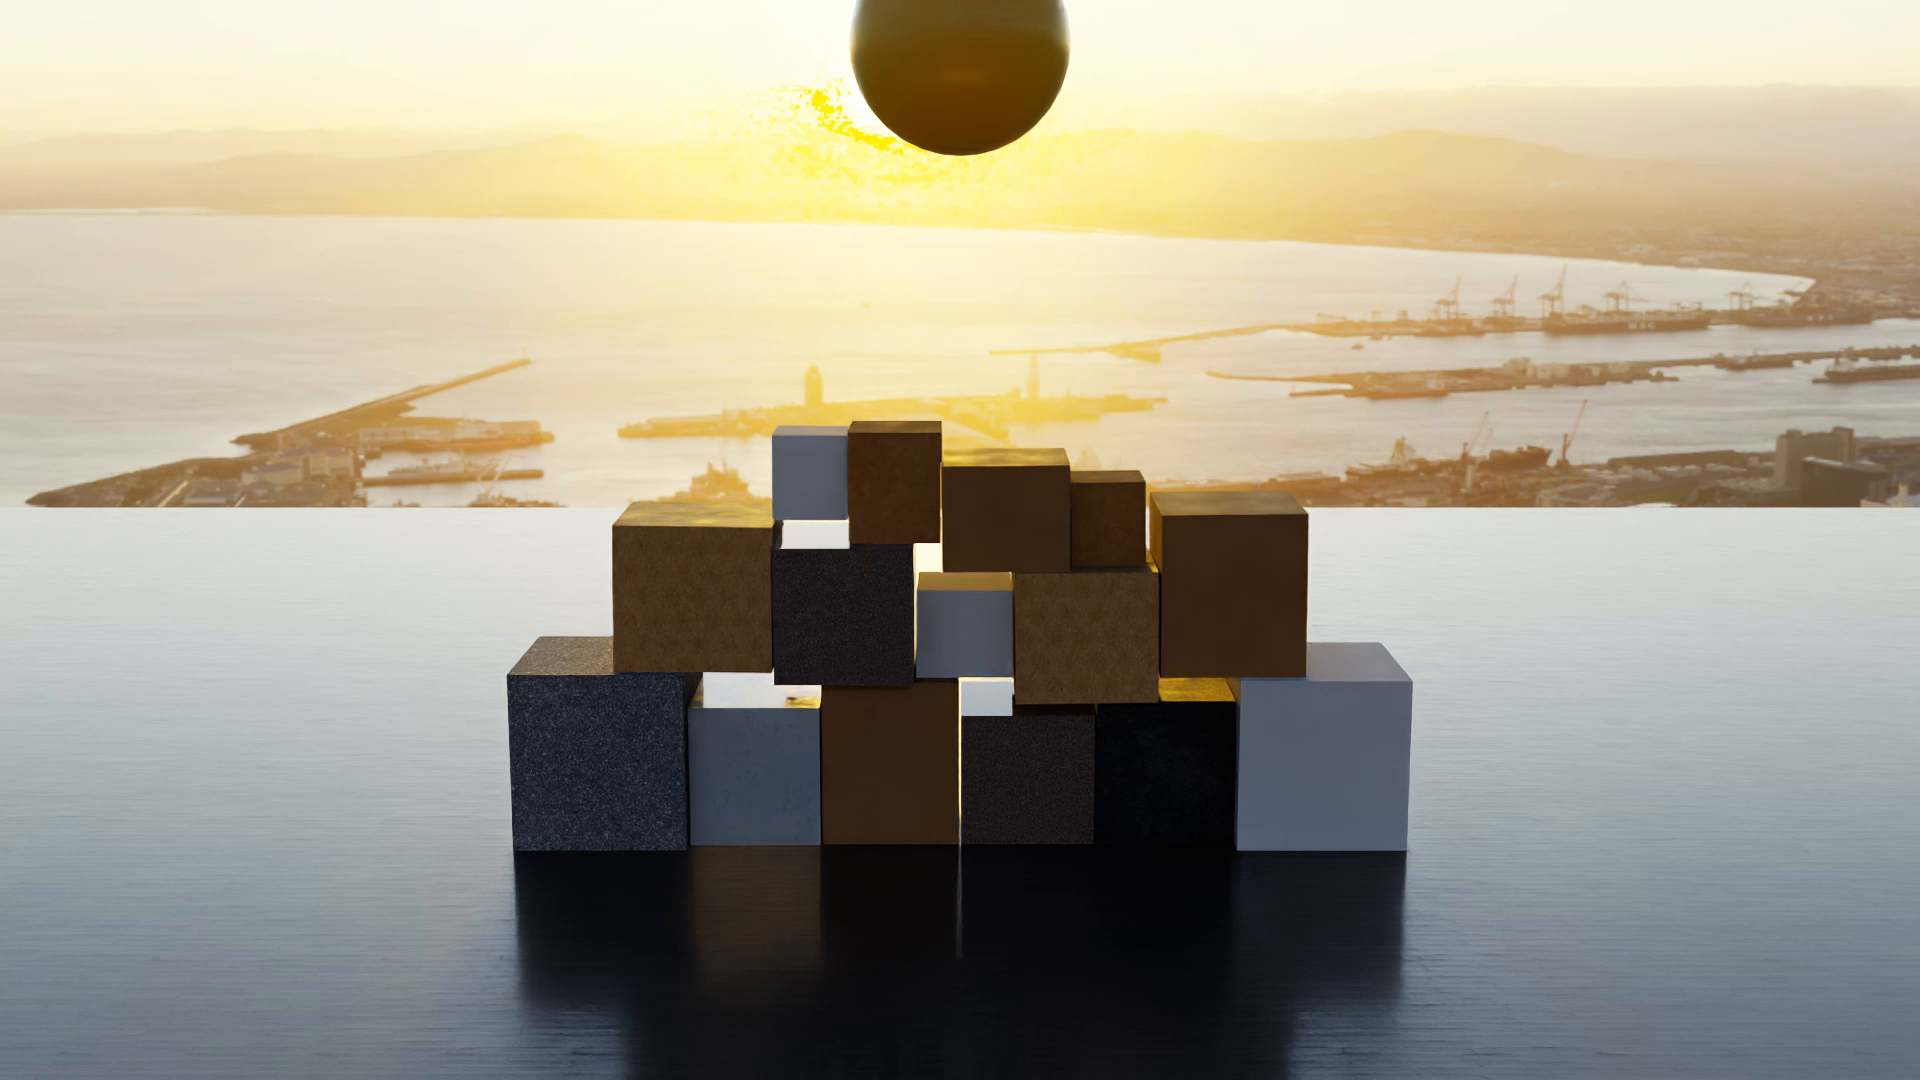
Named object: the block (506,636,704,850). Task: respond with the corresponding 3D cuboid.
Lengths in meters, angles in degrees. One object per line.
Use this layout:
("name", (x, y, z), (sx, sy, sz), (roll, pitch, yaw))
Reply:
("block", (-1.804, 1.034, 11.354), (0.867, 0.904, 0.865), (0, 10, 0))

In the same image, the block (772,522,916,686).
("block", (-0.575, 0.314, 11.221), (0.694, 0.689, 0.763), (0, 10, 0))

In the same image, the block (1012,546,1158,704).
("block", (0.628, 0.421, 11.264), (0.711, 0.661, 0.759), (-1, 10, 0))

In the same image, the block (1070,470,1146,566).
("block", (0.741, -0.115, 11.174), (0.374, 0.421, 0.405), (-1, 10, 0))

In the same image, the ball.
("ball", (0.000, -3.559, 15.773), (1.600, 1.600, 1.600), (0, 10, 0))

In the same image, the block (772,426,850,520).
("block", (-0.745, -0.342, 11.131), (0.382, 0.430, 0.374), (0, 10, 0))

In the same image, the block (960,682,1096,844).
("block", (0.340, 1.144, 11.402), (0.671, 0.669, 0.706), (0, 10, 0))

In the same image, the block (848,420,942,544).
("block", (-0.323, -0.298, 11.108), (0.460, 0.555, 0.472), (0, 10, 0))

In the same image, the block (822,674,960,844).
("block", (-0.349, 1.062, 11.376), (0.688, 0.839, 0.688), (0, 10, 0))

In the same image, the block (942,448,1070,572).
("block", (0.227, -0.159, 11.142), (0.635, 0.530, 0.634), (0, 10, 0))

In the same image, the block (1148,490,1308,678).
("block", (1.355, 0.214, 11.216), (0.721, 0.821, 0.738), (-1, 10, 0))

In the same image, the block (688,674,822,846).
("block", (-1.032, 1.124, 11.390), (0.657, 0.713, 0.723), (0, 10, 0))

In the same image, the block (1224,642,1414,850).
("block", (1.813, 1.049, 11.353), (0.849, 0.873, 0.854), (0, 10, 0))

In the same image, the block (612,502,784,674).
("block", (-1.320, 0.229, 11.203), (0.787, 0.734, 0.726), (1, 10, 0))

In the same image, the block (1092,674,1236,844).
("block", (1.032, 1.110, 11.388), (0.692, 0.742, 0.674), (0, 10, 0))

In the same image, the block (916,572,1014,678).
("block", (0.026, 0.428, 11.263), (0.486, 0.450, 0.486), (0, 10, 0))
